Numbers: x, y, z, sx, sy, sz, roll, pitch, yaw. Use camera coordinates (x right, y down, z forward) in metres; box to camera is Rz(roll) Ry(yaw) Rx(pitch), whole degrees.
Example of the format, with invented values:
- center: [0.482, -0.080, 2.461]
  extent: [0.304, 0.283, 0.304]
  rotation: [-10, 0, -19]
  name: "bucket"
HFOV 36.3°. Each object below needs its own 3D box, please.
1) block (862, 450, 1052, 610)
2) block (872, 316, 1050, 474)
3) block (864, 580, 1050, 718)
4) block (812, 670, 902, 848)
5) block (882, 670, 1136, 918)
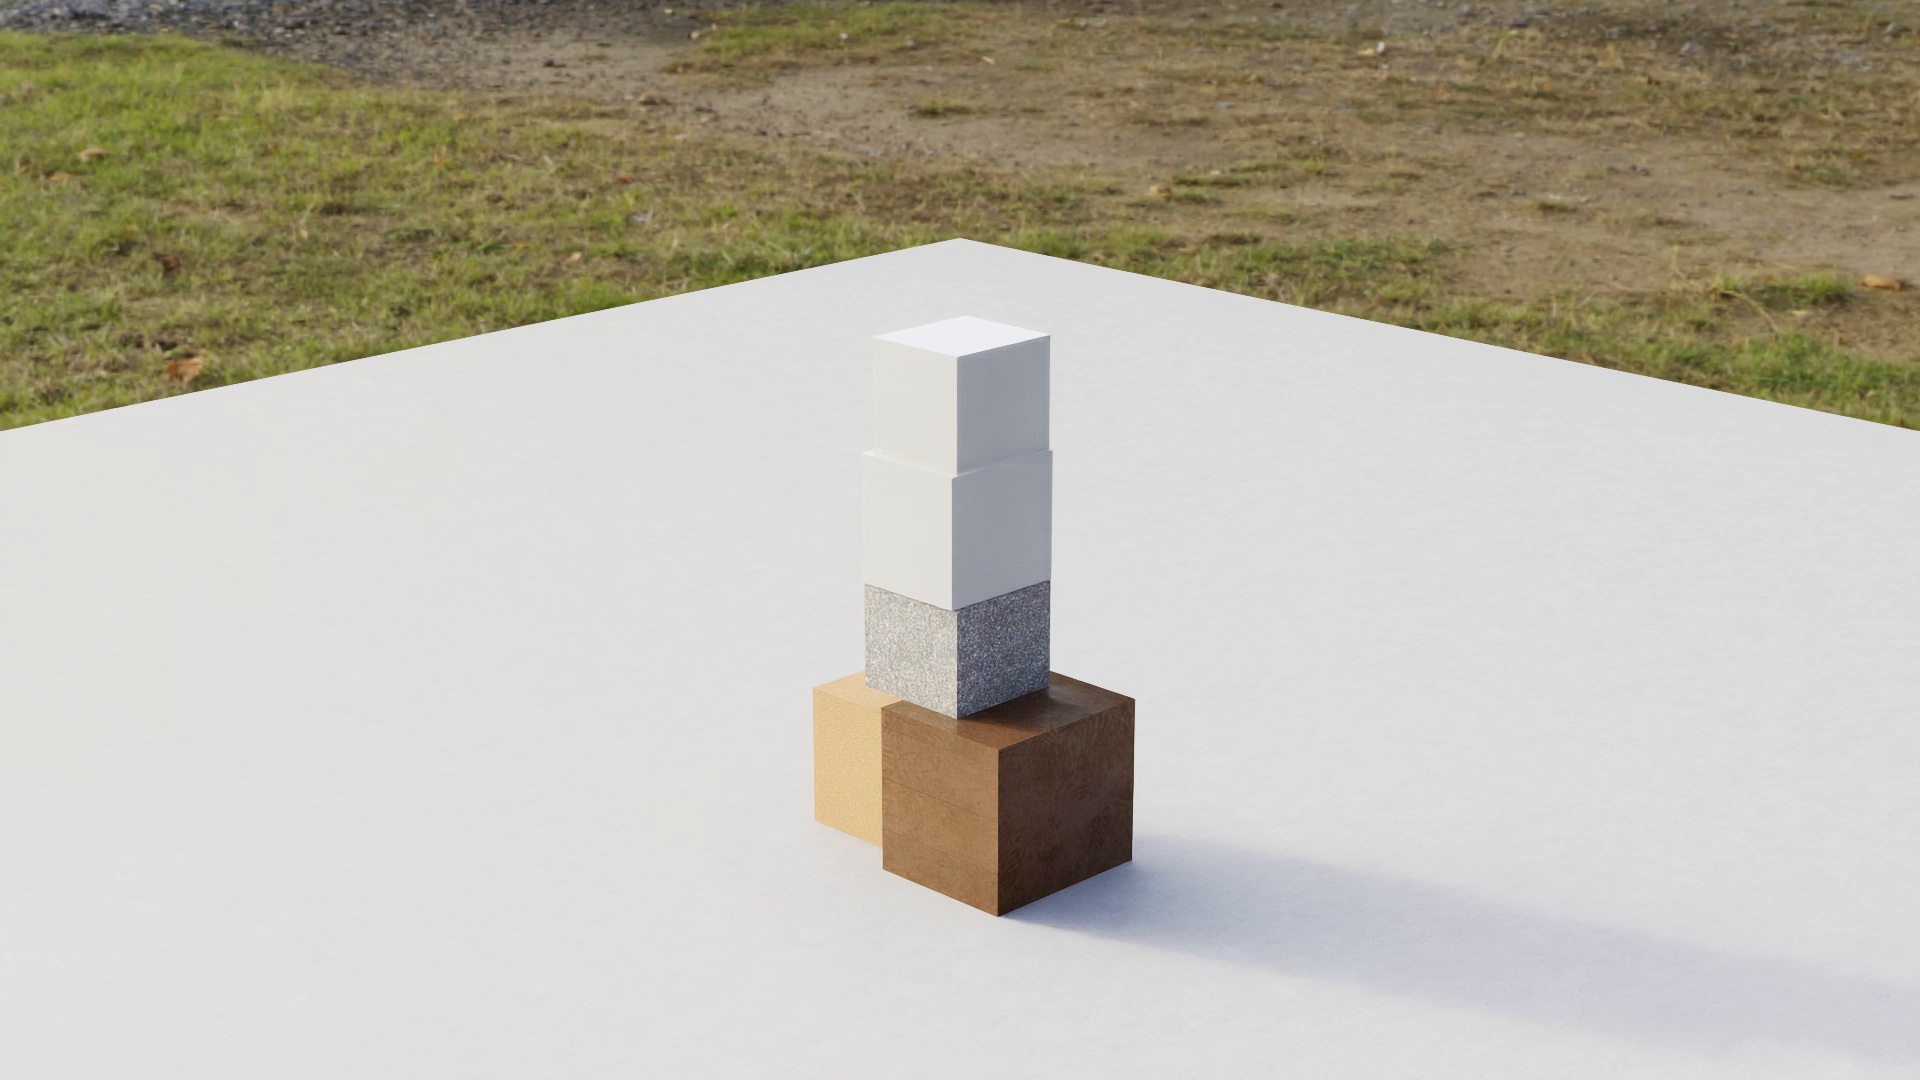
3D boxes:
- center: [-0.012, -0.107, 13.295]
  extent: [0.644, 0.612, 0.577]
  rotation: [-17, 24, -42]
  name: "block"
- center: [0.007, -0.657, 13.143]
  extent: [0.589, 0.530, 0.531]
  rotation: [-17, 24, -42]
  name: "block"
- center: [-0.011, 0.430, 13.465]
  extent: [0.605, 0.513, 0.598]
  rotation: [-17, 24, -42]
  name: "block"
- center: [-0.260, 1.026, 13.949]
  extent: [0.601, 0.679, 0.635]
  rotation: [-17, 24, -42]
  name: "block"
- center: [0.222, 1.121, 13.448]
  extent: [0.896, 0.797, 0.741]
  rotation: [-17, 24, -42]
  name: "block"
